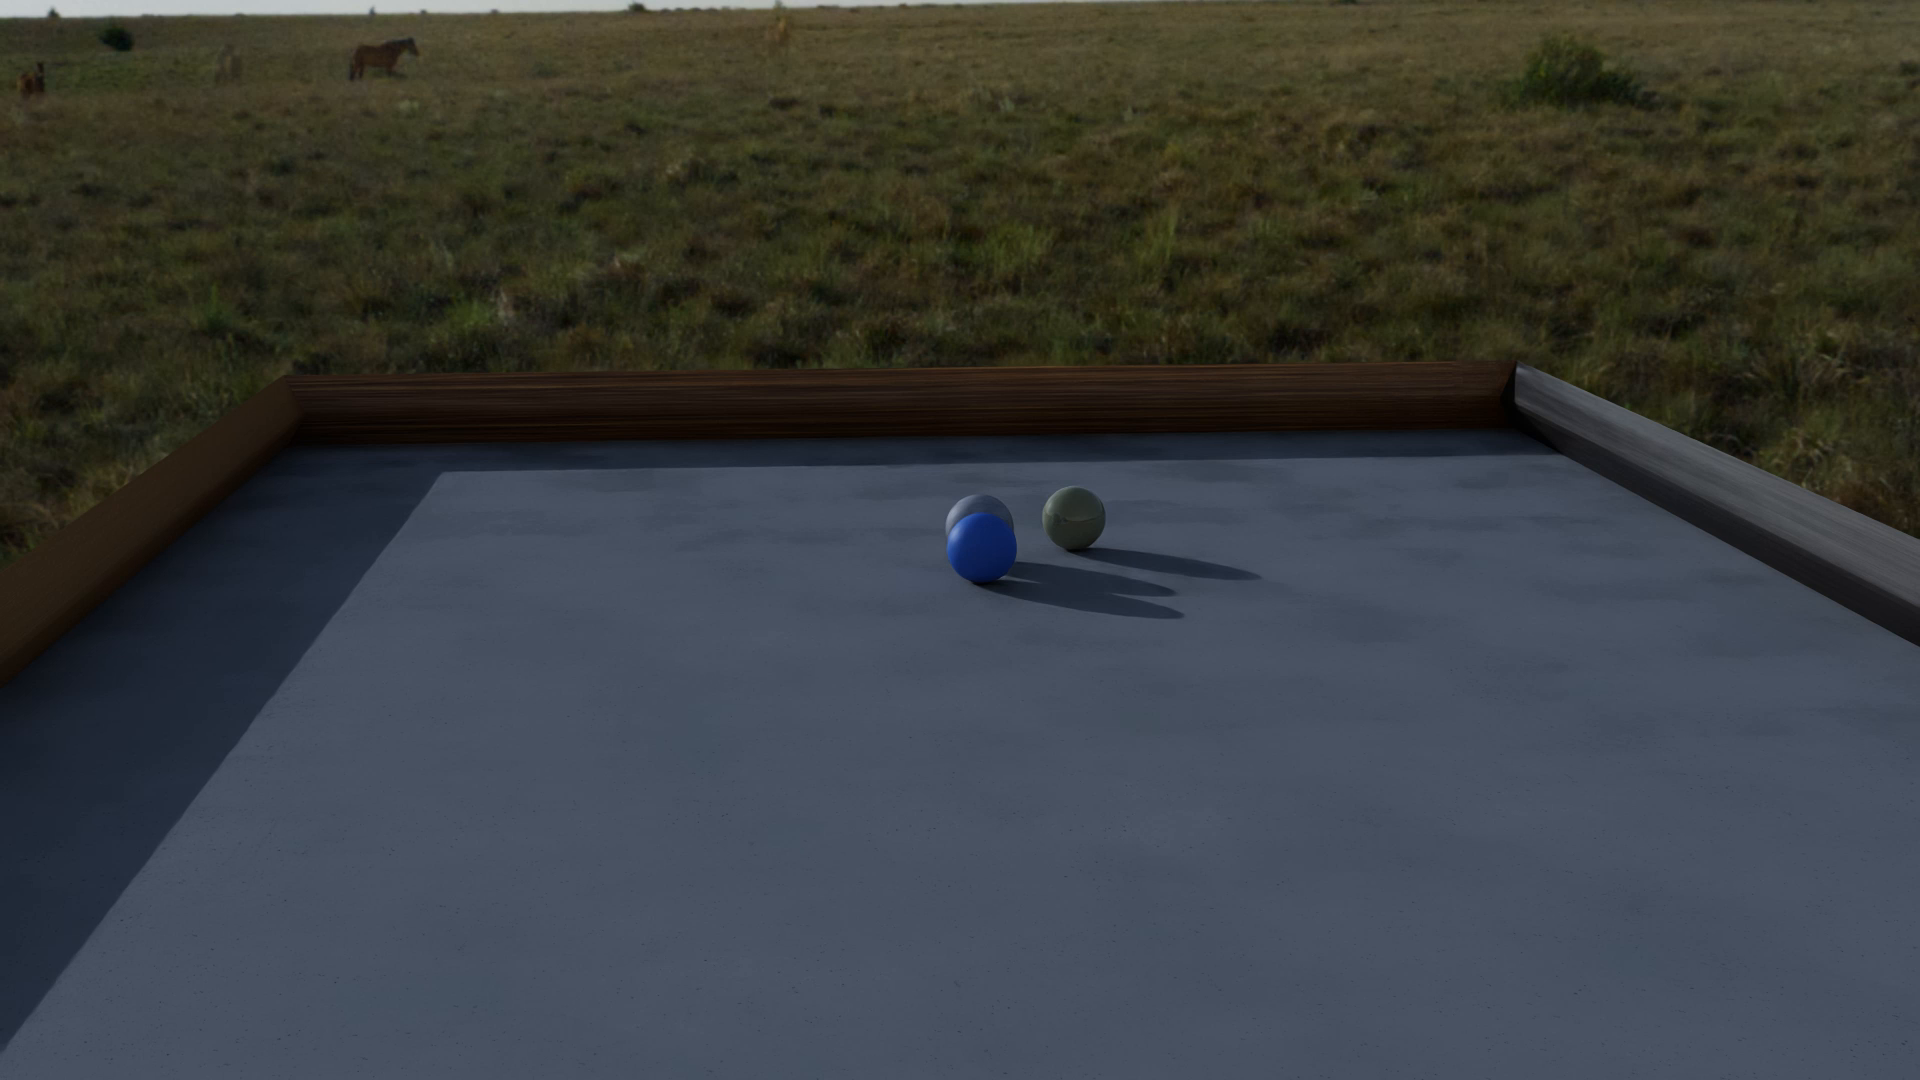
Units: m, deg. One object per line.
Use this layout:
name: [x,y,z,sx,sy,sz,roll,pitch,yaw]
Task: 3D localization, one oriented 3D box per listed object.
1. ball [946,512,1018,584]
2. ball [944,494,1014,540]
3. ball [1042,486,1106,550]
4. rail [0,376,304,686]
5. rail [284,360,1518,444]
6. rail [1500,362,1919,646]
ball: [0.030,0.011,3.013,0.097,0.097,0.097,0,13,0]
ball: [0.028,-0.016,3.127,0.098,0.098,0.098,0,13,0]
ball: [0.166,-0.032,3.206,0.094,0.094,0.094,0,13,0]
rail: [-1.036,0.245,1.928,0.045,0.128,4.288,-1,13,-4]
rail: [-0.084,-0.252,4.075,2.299,0.128,0.045,-1,13,-4]
rail: [1.208,0.204,2.104,0.045,0.128,4.288,-1,13,-4]
